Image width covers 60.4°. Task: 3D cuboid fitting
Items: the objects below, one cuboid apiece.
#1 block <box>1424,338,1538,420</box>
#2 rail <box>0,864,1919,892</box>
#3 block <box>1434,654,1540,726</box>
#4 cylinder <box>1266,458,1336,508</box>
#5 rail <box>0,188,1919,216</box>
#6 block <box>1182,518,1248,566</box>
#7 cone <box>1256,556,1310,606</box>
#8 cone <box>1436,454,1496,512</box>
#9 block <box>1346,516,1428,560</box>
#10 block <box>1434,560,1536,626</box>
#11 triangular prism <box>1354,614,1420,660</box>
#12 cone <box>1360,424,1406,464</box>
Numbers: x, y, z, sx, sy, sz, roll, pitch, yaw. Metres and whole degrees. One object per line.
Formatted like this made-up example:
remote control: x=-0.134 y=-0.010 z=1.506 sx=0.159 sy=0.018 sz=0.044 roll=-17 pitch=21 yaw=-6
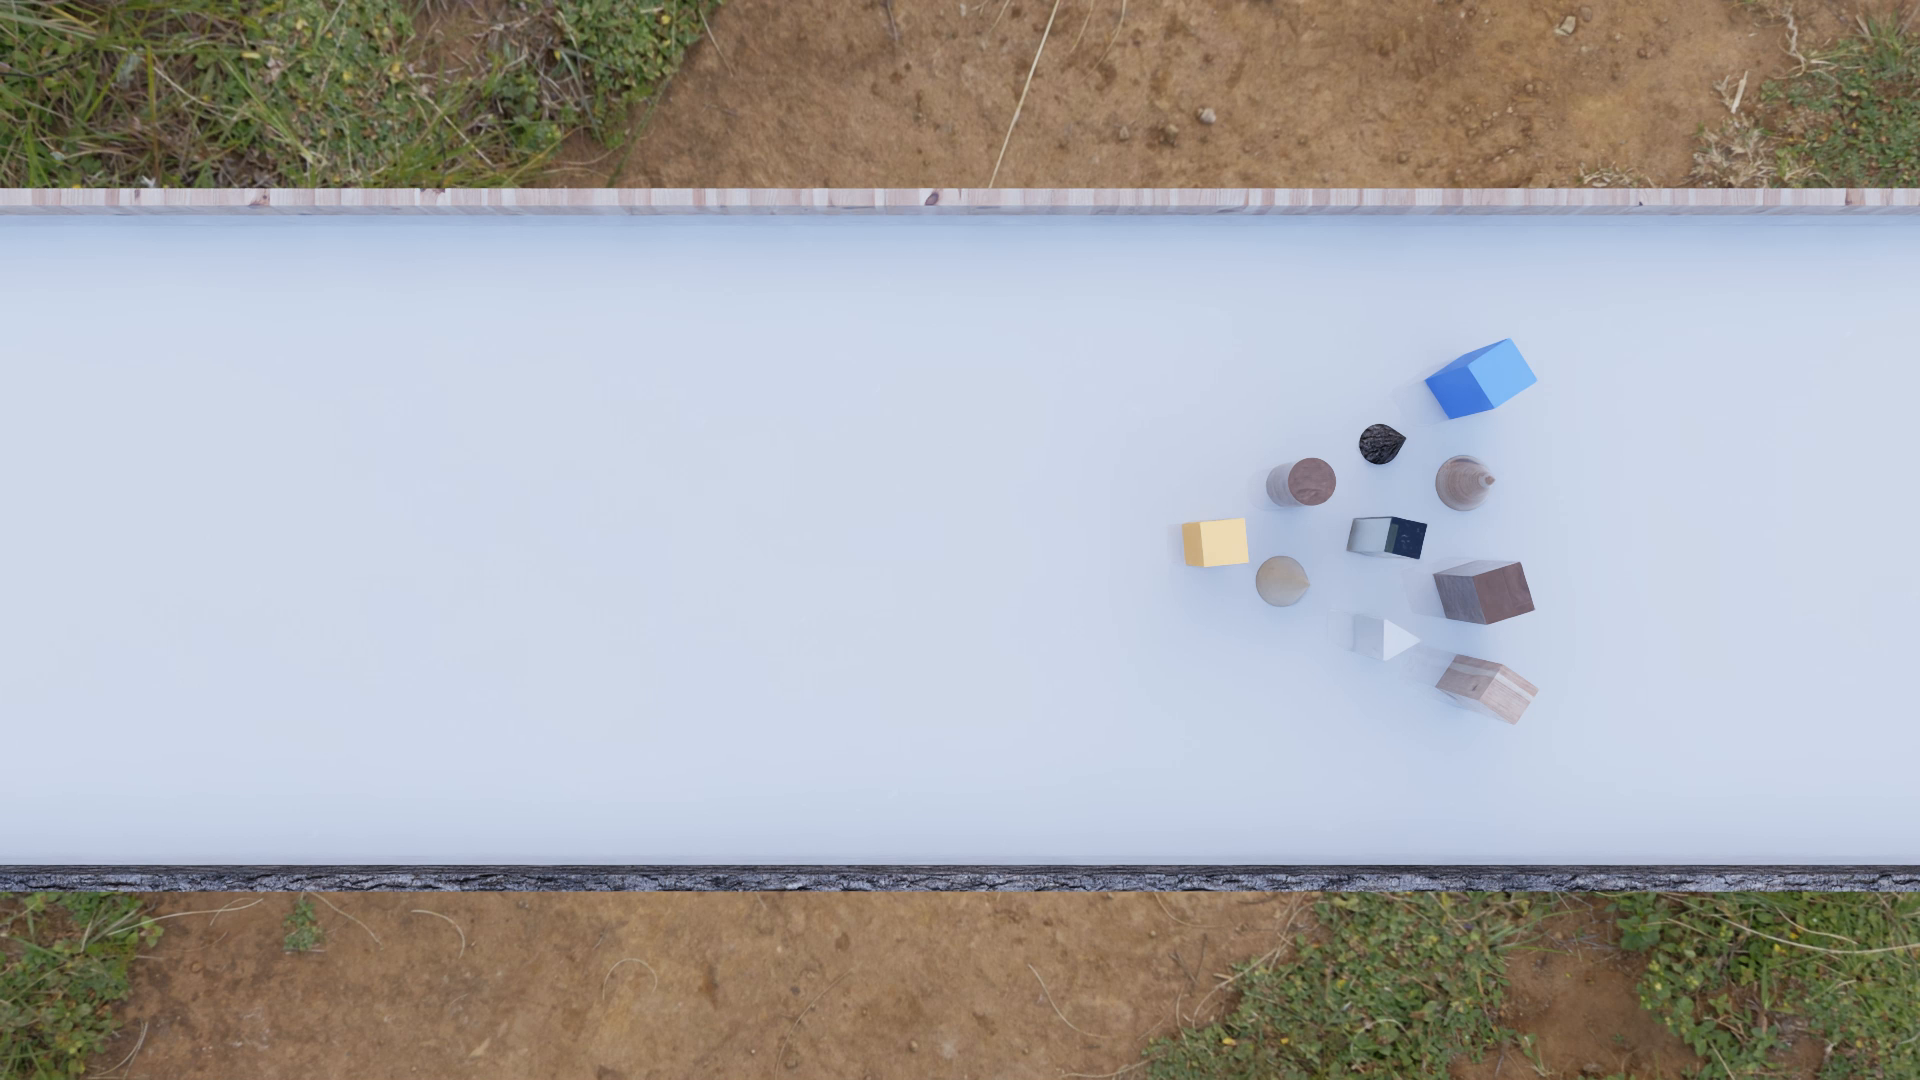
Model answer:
block: x=1.530 y=-0.471 z=4.863 sx=0.145 sy=0.427 sz=0.145 roll=-33 pitch=90 yaw=0
rail: x=-2.247 y=1.025 z=5.001 sx=12.000 sy=0.150 sz=0.050 roll=0 pitch=90 yaw=0
block: x=1.547 y=0.437 z=4.862 sx=0.124 sy=0.430 sz=0.124 roll=34 pitch=90 yaw=0
cylinder: x=1.011 y=-0.168 z=4.906 sx=0.139 sy=0.341 sz=0.139 roll=0 pitch=90 yaw=0
rail: x=-2.247 y=-1.025 z=5.002 sx=12.000 sy=0.150 sz=0.050 roll=0 pitch=90 yaw=0
block: x=0.752 y=0.007 z=4.883 sx=0.128 sy=0.387 sz=0.128 roll=-6 pitch=90 yaw=0
cone: x=0.989 y=0.127 z=4.865 sx=0.159 sy=0.424 sz=0.159 roll=0 pitch=90 yaw=0
cone: x=1.550 y=-0.175 z=4.924 sx=0.174 sy=0.305 sz=0.174 roll=0 pitch=90 yaw=0
block: x=1.249 y=-0.006 z=4.850 sx=0.102 sy=0.453 sz=0.102 roll=13 pitch=90 yaw=0
block: x=1.545 y=0.152 z=4.882 sx=0.145 sy=0.389 sz=0.145 roll=-17 pitch=90 yaw=0
triangular prism: x=1.241 y=0.272 z=4.898 sx=0.118 sy=0.357 sz=0.102 roll=-29 pitch=90 yaw=0
cone: x=1.291 y=-0.295 z=4.921 sx=0.126 sy=0.312 sz=0.126 roll=0 pitch=90 yaw=0
